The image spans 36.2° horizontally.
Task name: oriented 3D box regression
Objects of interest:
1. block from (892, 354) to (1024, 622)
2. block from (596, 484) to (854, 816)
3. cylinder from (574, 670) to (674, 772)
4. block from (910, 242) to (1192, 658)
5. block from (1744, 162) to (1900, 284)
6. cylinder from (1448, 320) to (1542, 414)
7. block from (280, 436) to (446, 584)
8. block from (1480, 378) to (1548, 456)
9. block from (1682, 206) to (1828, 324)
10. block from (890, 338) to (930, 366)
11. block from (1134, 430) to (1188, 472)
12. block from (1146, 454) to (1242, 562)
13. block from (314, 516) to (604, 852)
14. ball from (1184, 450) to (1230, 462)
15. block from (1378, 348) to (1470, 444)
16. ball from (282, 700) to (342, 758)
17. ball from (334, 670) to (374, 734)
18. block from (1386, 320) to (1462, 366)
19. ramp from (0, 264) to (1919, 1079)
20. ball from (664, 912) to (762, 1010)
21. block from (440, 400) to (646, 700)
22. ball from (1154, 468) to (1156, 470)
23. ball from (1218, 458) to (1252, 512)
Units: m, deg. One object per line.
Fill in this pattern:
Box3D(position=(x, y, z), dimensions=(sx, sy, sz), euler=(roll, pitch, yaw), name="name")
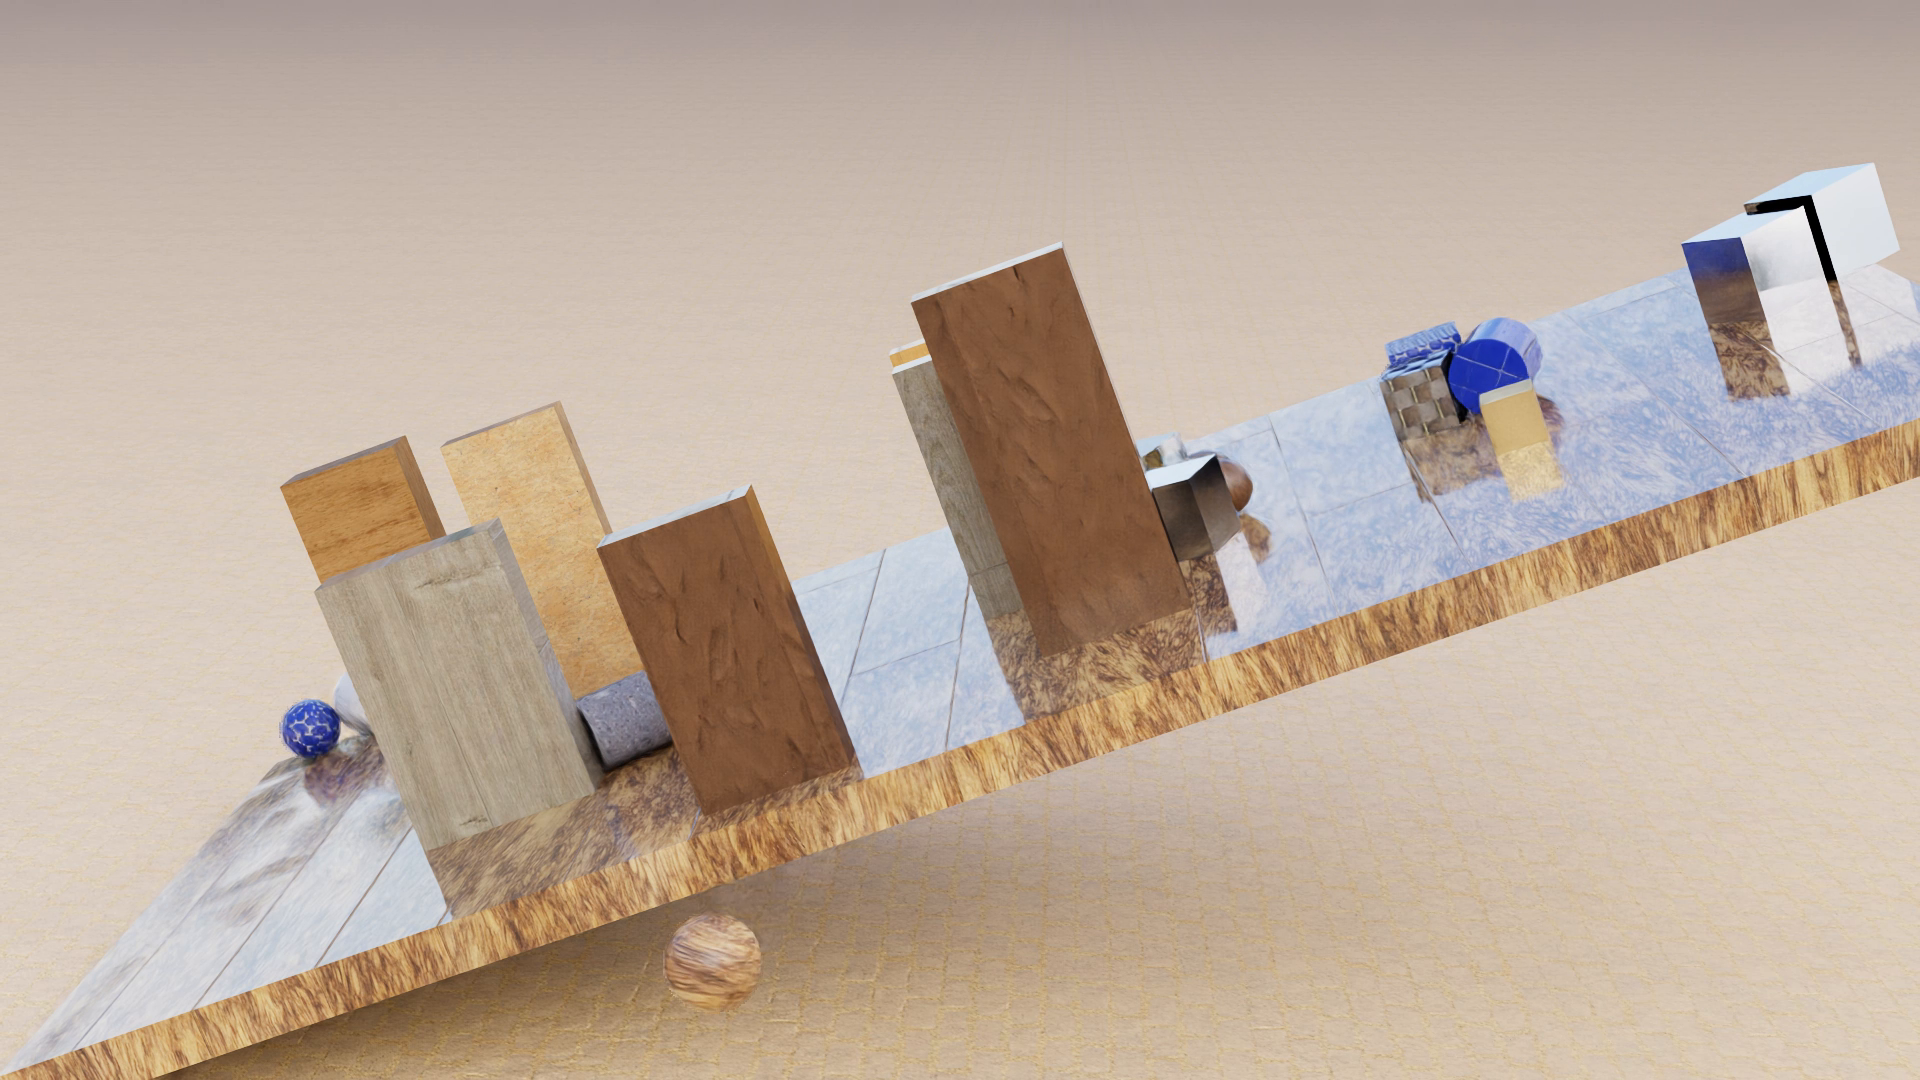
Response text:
Box3D(position=(0.131, -0.156, 6.148), dimensions=(0.371, 0.559, 0.089), euler=(-19, 11, 6), name="block")
Box3D(position=(-0.433, 0.206, 5.479), dimensions=(0.294, 0.547, 0.107), euler=(-19, 11, 6), name="block")
Box3D(position=(-0.703, 0.379, 6.125), dimensions=(0.163, 0.163, 0.163), euler=(-25, 21, -19), name="cylinder")
Box3D(position=(0.179, -0.171, 5.670), dimensions=(0.305, 0.741, 0.101), euler=(-19, 11, 6), name="block")
Box3D(position=(1.887, -0.687, 6.445), dimensions=(0.202, 0.202, 0.202), euler=(-26, 13, -27), name="block")
Box3D(position=(1.157, -0.375, 6.351), dimensions=(0.170, 0.170, 0.170), euler=(5, 19, 21), name="cylinder")
Box3D(position=(-1.286, 0.150, 6.795), dimensions=(0.279, 0.722, 0.135), euler=(-19, 11, 6), name="block")
Box3D(position=(1.126, -0.251, 5.983), dimensions=(0.109, 0.109, 0.109), euler=(-18, 12, 14), name="block")
Box3D(position=(1.714, -0.592, 6.346), dimensions=(0.187, 0.187, 0.187), euler=(-26, 12, -24), name="block")
Box3D(position=(0.105, -0.298, 7.073), dimensions=(0.407, 0.475, 0.083), euler=(-19, 11, 6), name="block")
Box3D(position=(0.403, -0.119, 6.489), dimensions=(0.169, 0.169, 0.169), euler=(-12, 14, 36), name="block")
Box3D(position=(0.458, -0.058, 6.117), dimensions=(0.165, 0.165, 0.165), euler=(-14, 13, 29), name="block")
Box3D(position=(-1.017, 0.295, 5.999), dimensions=(0.380, 0.582, 0.119), euler=(-19, 11, 6), name="block")
Box3D(position=(0.540, -0.133, 6.414), dimensions=(0.129, 0.129, 0.129), euler=(0, 13, 0), name="ball")
Box3D(position=(1.011, -0.314, 6.399), dimensions=(0.142, 0.142, 0.142), euler=(-16, 12, 23), name="block")
Box3D(position=(-1.622, 0.471, 7.353), dimensions=(0.146, 0.146, 0.146), euler=(0, 13, 0), name="ball")
Box3D(position=(-1.478, 0.396, 7.367), dimensions=(0.180, 0.180, 0.180), euler=(0, 13, 0), name="ball")
Box3D(position=(1.054, -0.374, 6.555), dimensions=(0.162, 0.162, 0.162), euler=(-19, 11, 10), name="block")
Box3D(position=(0.115, 0.177, 6.298), dimensions=(4.000, 0.100, 2.000), euler=(-19, 11, 6), name="ramp")
Box3D(position=(-0.433, 0.740, 5.166), dimensions=(0.171, 0.171, 0.171), euler=(0, 13, 0), name="ball")
Box3D(position=(-0.913, 0.055, 6.667), dimensions=(0.277, 0.689, 0.082), euler=(-19, 11, 6), name="block")
Box3D(position=(0.436, -0.081, 6.302), dimensions=(0.149, 0.149, 0.149), euler=(0, 13, 0), name="ball")
Box3D(position=(0.564, -0.113, 6.273), dimensions=(0.120, 0.120, 0.120), euler=(0, 13, 0), name="ball")
